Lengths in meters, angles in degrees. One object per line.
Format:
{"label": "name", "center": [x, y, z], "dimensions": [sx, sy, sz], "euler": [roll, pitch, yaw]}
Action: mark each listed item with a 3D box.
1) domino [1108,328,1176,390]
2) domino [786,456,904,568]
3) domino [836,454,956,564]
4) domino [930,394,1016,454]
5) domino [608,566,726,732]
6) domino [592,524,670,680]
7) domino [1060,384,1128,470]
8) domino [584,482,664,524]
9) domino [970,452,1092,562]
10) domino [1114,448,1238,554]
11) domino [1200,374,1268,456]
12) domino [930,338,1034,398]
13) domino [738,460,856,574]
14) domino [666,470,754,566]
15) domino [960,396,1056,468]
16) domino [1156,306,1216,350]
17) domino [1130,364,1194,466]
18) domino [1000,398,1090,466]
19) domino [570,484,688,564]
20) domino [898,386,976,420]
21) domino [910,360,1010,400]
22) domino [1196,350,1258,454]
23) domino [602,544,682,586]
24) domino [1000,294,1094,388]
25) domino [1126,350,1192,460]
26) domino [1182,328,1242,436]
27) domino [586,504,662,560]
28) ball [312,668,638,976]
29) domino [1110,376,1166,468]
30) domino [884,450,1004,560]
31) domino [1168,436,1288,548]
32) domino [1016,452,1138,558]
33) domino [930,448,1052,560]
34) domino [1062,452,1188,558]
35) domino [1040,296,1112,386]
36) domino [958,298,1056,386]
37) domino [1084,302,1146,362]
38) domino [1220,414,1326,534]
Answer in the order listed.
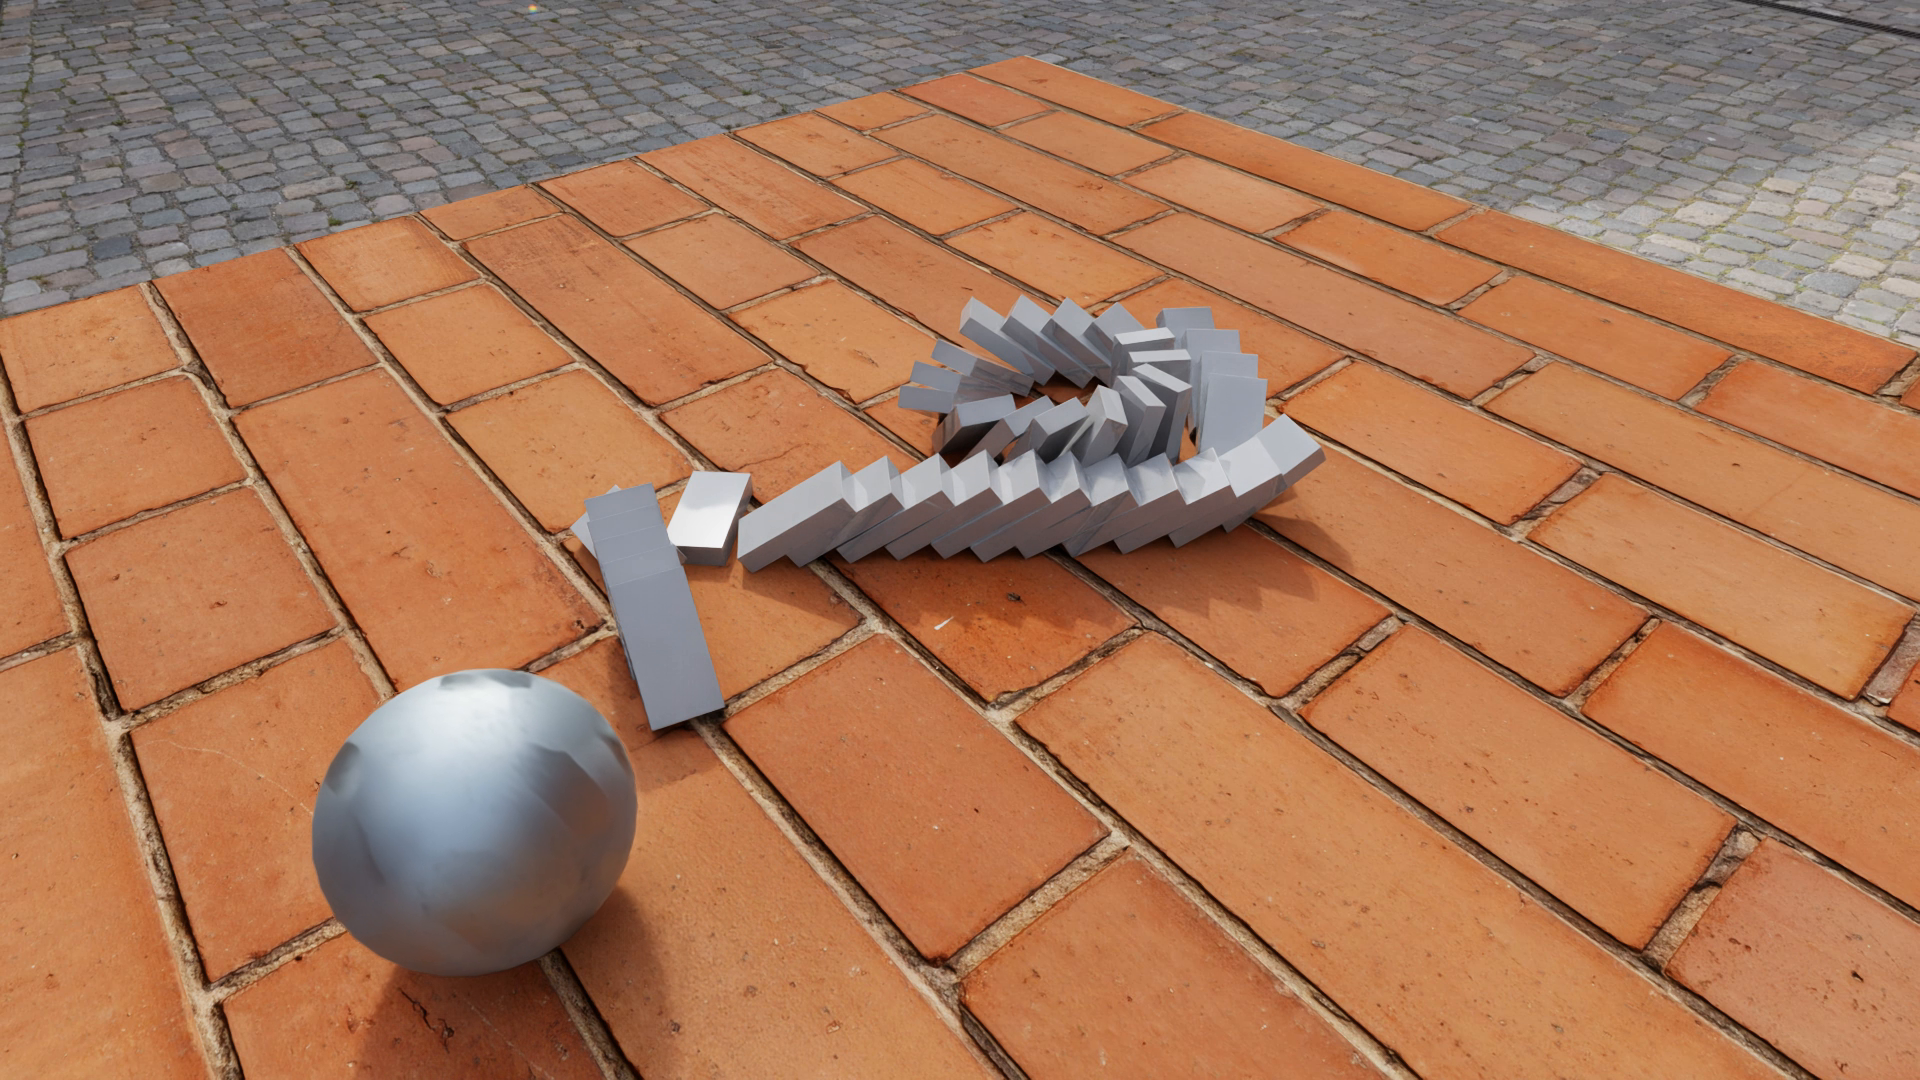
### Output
{"label": "domino", "center": [0.081, -0.070, 0.497], "dimensions": [0.025, 0.050, 0.009], "euler": [-10, 40, -12]}
{"label": "domino", "center": [-0.047, -0.011, 0.438], "dimensions": [0.050, 0.009, 0.025], "euler": [-29, 38, 14]}
{"label": "domino", "center": [-0.026, -0.013, 0.439], "dimensions": [0.050, 0.009, 0.025], "euler": [-28, 36, 17]}
{"label": "domino", "center": [0.005, -0.049, 0.477], "dimensions": [0.025, 0.050, 0.009], "euler": [-13, 84, -15]}
{"label": "domino", "center": [-0.099, 0.036, 0.372], "dimensions": [0.025, 0.050, 0.010], "euler": [-17, 1, -19]}
{"label": "domino", "center": [-0.110, 0.022, 0.390], "dimensions": [0.025, 0.050, 0.009], "euler": [-16, 0, -19]}
{"label": "domino", "center": [0.052, -0.036, 0.456], "dimensions": [0.009, 0.050, 0.025], "euler": [17, 36, -16]}
{"label": "domino", "center": [-0.120, 0.006, 0.408], "dimensions": [0.025, 0.050, 0.009], "euler": [-17, 1, -18]}
{"label": "domino", "center": [0.027, -0.013, 0.439], "dimensions": [0.050, 0.010, 0.025], "euler": [-29, 36, 18]}
{"label": "domino", "center": [0.084, -0.016, 0.444], "dimensions": [0.050, 0.010, 0.025], "euler": [-26, 38, 15]}
{"label": "domino", "center": [0.119, -0.047, 0.481], "dimensions": [0.025, 0.009, 0.050], "euler": [8, 72, 10]}
{"label": "domino", "center": [0.011, -0.081, 0.521], "dimensions": [0.025, 0.010, 0.050], "euler": [32, 14, 33]}
{"label": "domino", "center": [-0.065, -0.009, 0.435], "dimensions": [0.050, 0.010, 0.025], "euler": [-29, 38, 14]}
{"label": "domino", "center": [-0.104, -0.010, 0.455], "dimensions": [0.025, 0.010, 0.050], "euler": [3, 39, 4]}
{"label": "domino", "center": [0.019, -0.041, 0.465], "dimensions": [0.025, 0.050, 0.010], "euler": [-30, 84, -31]}
{"label": "domino", "center": [0.112, -0.087, 0.527], "dimensions": [0.025, 0.009, 0.050], "euler": [-5, 73, -13]}
{"label": "domino", "center": [0.081, -0.047, 0.468], "dimensions": [0.009, 0.050, 0.025], "euler": [-24, 45, -35]}
{"label": "domino", "center": [0.032, -0.037, 0.457], "dimensions": [0.025, 0.050, 0.010], "euler": [-29, 75, -34]}
{"label": "domino", "center": [-0.131, 0.001, 0.434], "dimensions": [0.025, 0.010, 0.050], "euler": [-45, 53, -8]}
{"label": "domino", "center": [-0.006, -0.060, 0.492], "dimensions": [0.025, 0.010, 0.050], "euler": [10, 3, 20]}
{"label": "domino", "center": [0.001, -0.071, 0.507], "dimensions": [0.025, 0.009, 0.050], "euler": [21, 8, 27]}
{"label": "domino", "center": [0.120, -0.060, 0.496], "dimensions": [0.025, 0.009, 0.050], "euler": [5, 72, 4]}
{"label": "domino", "center": [-0.104, 0.029, 0.381], "dimensions": [0.025, 0.050, 0.010], "euler": [-17, 1, -19]}
{"label": "domino", "center": [0.045, -0.098, 0.543], "dimensions": [0.050, 0.010, 0.025], "euler": [34, 39, -9]}
{"label": "domino", "center": [0.085, -0.058, 0.482], "dimensions": [0.025, 0.050, 0.010], "euler": [-4, 36, -5]}
{"label": "domino", "center": [0.118, -0.073, 0.512], "dimensions": [0.025, 0.009, 0.050], "euler": [0, 72, -3]}
{"label": "domino", "center": [-0.115, 0.014, 0.399], "dimensions": [0.025, 0.050, 0.010], "euler": [-17, 1, -19]}
{"label": "ball", "center": [-0.129, 0.075, 0.297], "dimensions": [0.080, 0.080, 0.080], "euler": [0, 39, 0]}
{"label": "domino", "center": [0.068, -0.040, 0.460], "dimensions": [0.009, 0.050, 0.025], "euler": [-2, 37, -27]}
{"label": "domino", "center": [-0.007, -0.014, 0.439], "dimensions": [0.050, 0.009, 0.025], "euler": [-29, 36, 19]}
{"label": "domino", "center": [0.104, -0.019, 0.448], "dimensions": [0.050, 0.009, 0.025], "euler": [-30, 41, 11]}
{"label": "domino", "center": [0.045, -0.014, 0.441], "dimensions": [0.050, 0.009, 0.025], "euler": [-26, 37, 16]}
{"label": "domino", "center": [0.011, -0.014, 0.438], "dimensions": [0.050, 0.010, 0.025], "euler": [-28, 36, 20]}
{"label": "domino", "center": [0.064, -0.014, 0.442], "dimensions": [0.050, 0.009, 0.025], "euler": [-26, 37, 16]}
{"label": "domino", "center": [0.066, -0.095, 0.540], "dimensions": [0.050, 0.010, 0.025], "euler": [38, 44, -4]}
{"label": "domino", "center": [0.024, -0.098, 0.541], "dimensions": [0.050, 0.010, 0.025], "euler": [30, 32, -16]}
{"label": "domino", "center": [0.086, -0.091, 0.535], "dimensions": [0.050, 0.009, 0.025], "euler": [45, 50, 3]}
{"label": "domino", "center": [0.123, -0.028, 0.457], "dimensions": [0.050, 0.010, 0.025], "euler": [-37, 48, 5]}
